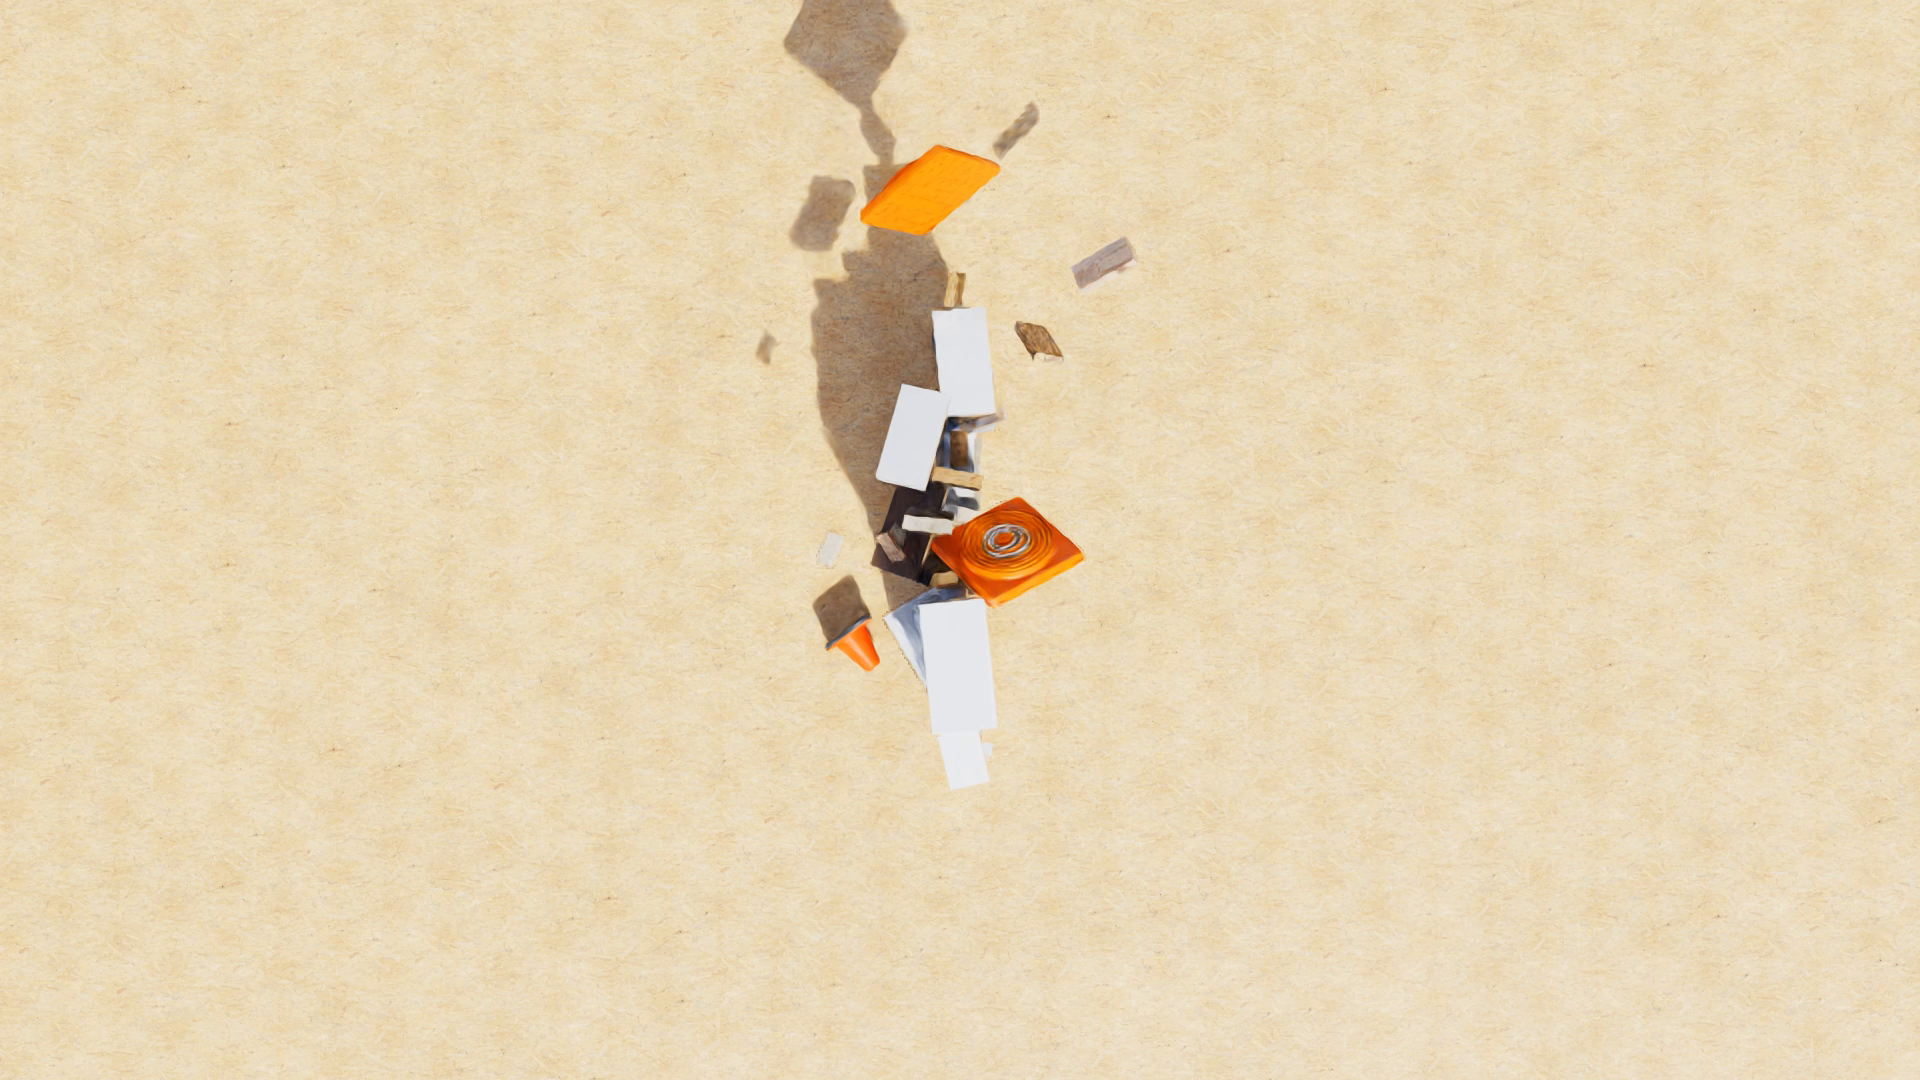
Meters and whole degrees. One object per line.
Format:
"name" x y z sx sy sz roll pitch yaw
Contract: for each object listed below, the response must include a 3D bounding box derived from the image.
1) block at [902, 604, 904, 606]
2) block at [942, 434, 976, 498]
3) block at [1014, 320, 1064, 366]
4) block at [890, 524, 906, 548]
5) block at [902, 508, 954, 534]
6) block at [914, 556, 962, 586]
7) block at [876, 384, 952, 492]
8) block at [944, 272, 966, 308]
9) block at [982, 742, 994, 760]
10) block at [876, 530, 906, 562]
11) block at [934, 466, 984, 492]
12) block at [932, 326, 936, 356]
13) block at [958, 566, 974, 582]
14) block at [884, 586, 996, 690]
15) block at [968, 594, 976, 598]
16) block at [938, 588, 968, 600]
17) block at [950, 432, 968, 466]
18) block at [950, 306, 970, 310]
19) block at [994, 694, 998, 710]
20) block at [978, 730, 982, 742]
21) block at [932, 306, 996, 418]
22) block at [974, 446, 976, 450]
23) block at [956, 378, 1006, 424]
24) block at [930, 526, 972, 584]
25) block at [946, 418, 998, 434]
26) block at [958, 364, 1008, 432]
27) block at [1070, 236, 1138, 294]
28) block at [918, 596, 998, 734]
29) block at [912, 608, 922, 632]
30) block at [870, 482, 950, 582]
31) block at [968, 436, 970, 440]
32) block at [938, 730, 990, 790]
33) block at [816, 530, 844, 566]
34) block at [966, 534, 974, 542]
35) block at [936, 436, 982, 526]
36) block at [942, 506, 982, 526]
"block" -0.055 0.215 5.058 0.172 0.441 0.049 -3 88 7
"block" -0.003 -0.225 4.974 0.095 0.027 0.191 1 90 0
"block" 0.230 -0.574 4.805 0.093 0.186 0.026 8 123 -25
"block" -0.181 -0.010 4.772 0.046 0.093 0.013 36 63 9
"block" -0.087 -0.056 4.666 0.137 0.274 0.039 6 96 0
"block" -0.110 0.090 5.065 0.145 0.386 0.041 21 95 12
"block" -0.127 -0.282 4.536 0.137 0.039 0.274 14 78 9
"block" -0.014 -0.721 4.743 0.026 0.186 0.093 11 101 5
"block" 0.032 0.668 5.224 0.120 0.554 0.034 9 80 0
"block" -0.200 0.019 4.756 0.046 0.013 0.093 -17 113 38
"block" -0.004 -0.175 4.767 0.137 0.387 0.039 10 91 0
"block" -0.002 -0.611 4.994 0.154 0.309 0.044 -15 85 -2
"block" -0.021 0.108 5.393 0.099 0.197 0.028 2 82 10
"block" -0.058 0.328 4.810 0.172 0.049 0.345 -31 92 1
"block" -0.009 0.193 5.399 0.095 0.191 0.027 -2 89 7
"block" -0.022 0.254 5.290 0.095 0.027 0.191 -2 89 7
"block" -0.001 -0.267 4.850 0.051 0.015 0.103 1 90 0
"block" 0.000 -0.699 5.370 0.061 0.017 0.121 0 90 0
"block" 0.010 0.449 4.615 0.175 0.349 0.049 -21 94 1
"block" -0.001 0.497 5.205 0.138 0.039 0.275 0 90 0
"block" 0.011 -0.517 4.807 0.154 0.044 0.309 -5 84 -1
"block" -0.002 -0.288 5.083 0.095 0.191 0.027 0 90 0
"block" 0.055 -0.417 4.983 0.154 0.309 0.044 -22 86 -1
"block" -0.041 0.036 5.280 0.099 0.028 0.197 18 87 5
"block" 0.046 -0.386 5.339 0.152 0.304 0.043 -9 86 -6
"block" 0.033 -0.501 5.166 0.152 0.043 0.304 -17 87 -2
"block" 0.422 -0.805 4.830 0.186 0.026 0.093 -27 57 21
"block" -0.004 0.335 4.406 0.175 0.049 0.349 -6 94 -1
"block" -0.033 0.215 4.604 0.175 0.349 0.049 -6 92 -5
"block" -0.148 -0.038 4.860 0.145 0.041 0.290 19 87 10
"block" 0.001 -0.303 4.908 0.051 0.103 0.015 0 91 0
"block" 0.003 0.616 4.931 0.120 0.034 0.239 -13 94 2
"block" -0.369 0.026 4.701 0.046 0.013 0.093 21 92 -17
"block" -0.003 -0.006 5.401 0.099 0.197 0.028 0 90 0
"block" -0.005 -0.185 5.198 0.141 0.040 0.282 0 90 0
"block" -0.040 -0.076 5.019 0.145 0.290 0.041 3 88 15
